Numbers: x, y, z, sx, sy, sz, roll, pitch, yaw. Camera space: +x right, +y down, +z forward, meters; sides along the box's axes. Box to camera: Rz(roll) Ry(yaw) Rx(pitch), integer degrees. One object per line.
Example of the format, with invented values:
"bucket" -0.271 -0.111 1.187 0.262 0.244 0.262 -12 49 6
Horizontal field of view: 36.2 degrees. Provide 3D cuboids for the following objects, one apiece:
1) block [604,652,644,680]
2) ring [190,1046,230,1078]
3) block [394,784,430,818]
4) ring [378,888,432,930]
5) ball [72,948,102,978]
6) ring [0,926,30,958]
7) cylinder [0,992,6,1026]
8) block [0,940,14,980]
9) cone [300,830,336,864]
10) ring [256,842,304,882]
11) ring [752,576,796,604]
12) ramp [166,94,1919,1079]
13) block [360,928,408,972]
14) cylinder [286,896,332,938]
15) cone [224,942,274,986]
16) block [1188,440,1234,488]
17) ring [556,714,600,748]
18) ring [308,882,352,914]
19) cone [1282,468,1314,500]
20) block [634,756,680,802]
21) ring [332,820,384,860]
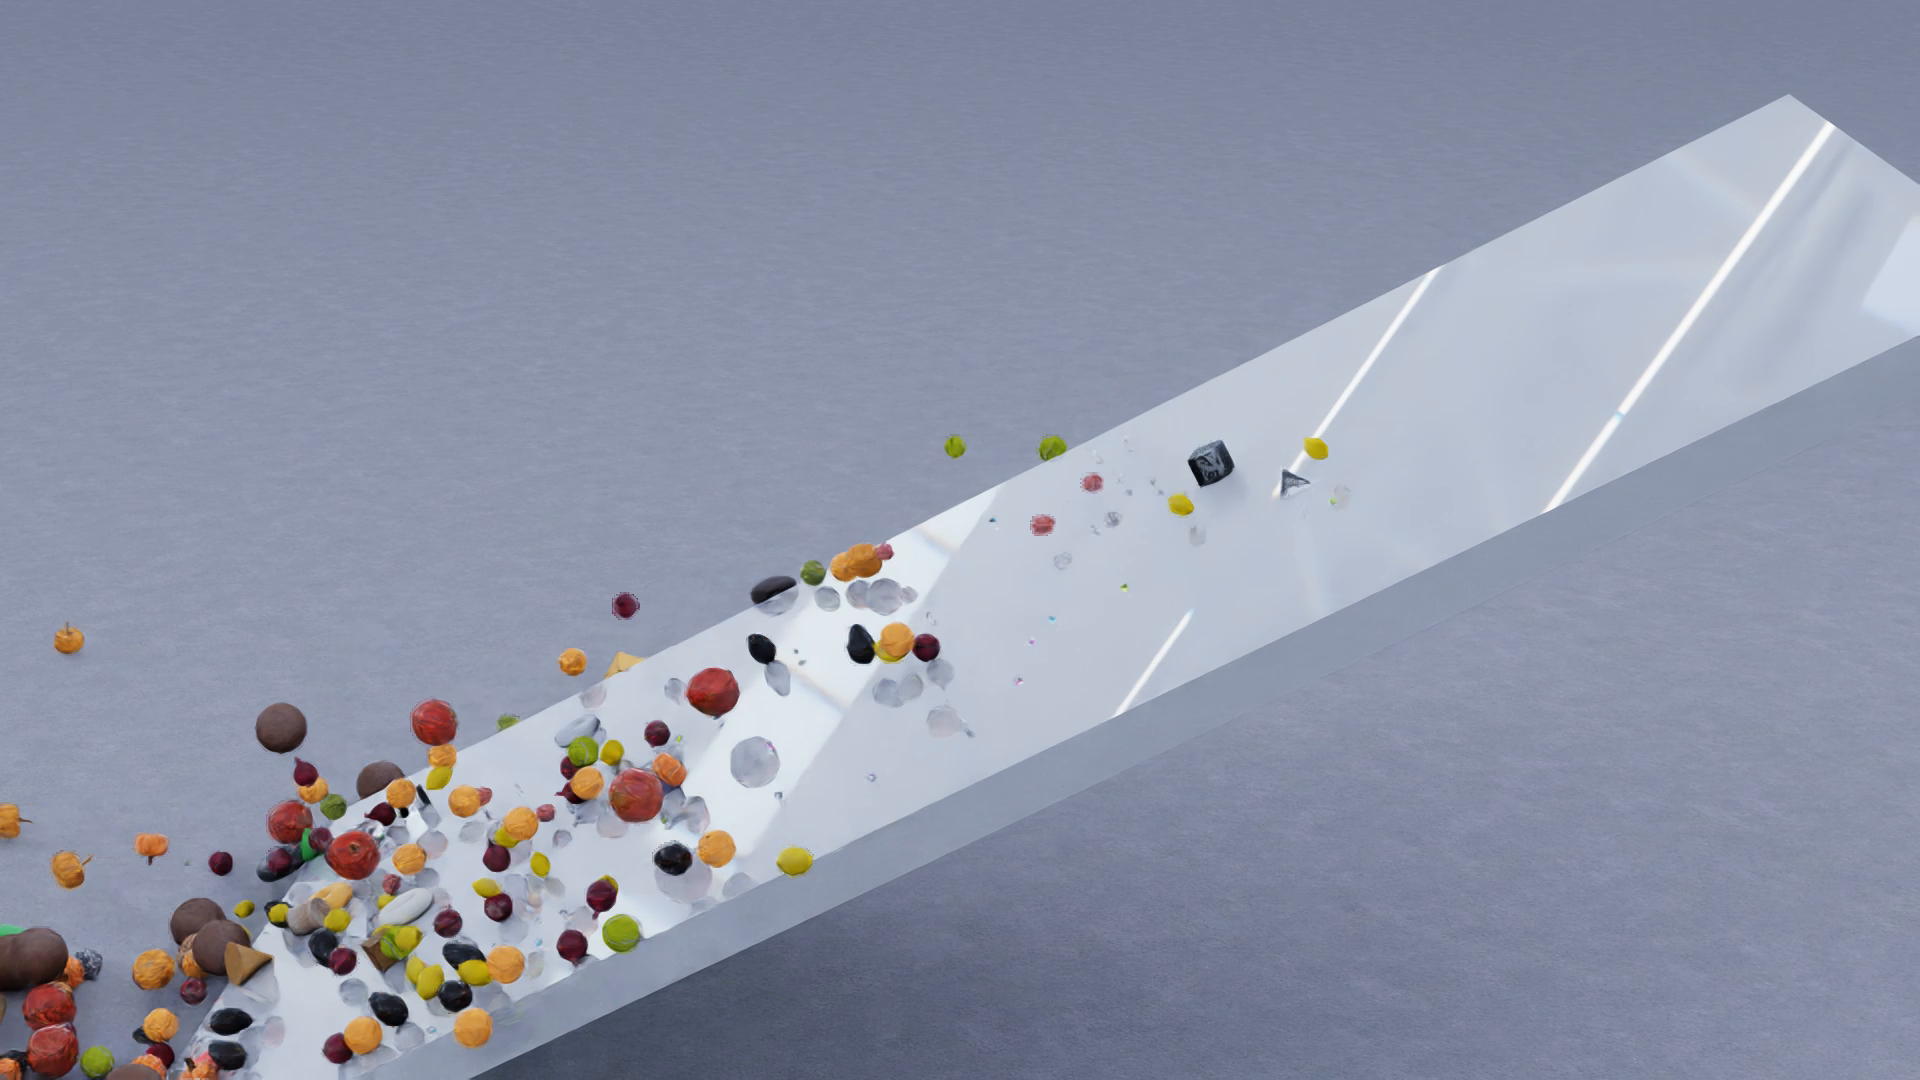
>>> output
"block" -0.849 0.352 7.514 0.085 0.085 0.085 19 26 -21
"ring" -1.549 1.079 6.076 0.093 0.031 0.093 -26 15 7
"block" -1.338 0.638 7.182 0.053 0.053 0.053 -19 17 34
"ring" -1.200 0.798 6.365 0.128 0.043 0.128 -28 13 7
"ball" -2.030 0.985 6.842 0.068 0.068 0.068 0 17 0
"ring" -2.276 0.956 6.975 0.140 0.047 0.140 1 18 0
"cylinder" -2.184 1.058 6.558 0.098 0.098 0.098 -3 18 -9
"block" -2.259 0.980 6.853 0.072 0.072 0.072 12 21 34
"cone" -1.573 0.753 7.267 0.085 0.085 0.085 -9 15 13
"ring" -1.679 0.798 7.299 0.143 0.048 0.143 -26 15 7
"ring" -0.466 0.129 7.378 0.122 0.041 0.122 -17 -23 -8
"ramp" 0.141 0.167 6.281 4.000 0.100 2.000 -26 14 11
"block" -1.199 0.853 6.128 0.061 0.061 0.061 -35 15 -25
"cylinder" -1.470 0.852 6.643 0.071 0.071 0.071 -25 8 22
"cone" -1.582 0.943 6.595 0.099 0.099 0.099 -6 17 -36
"block" 0.541 -0.165 6.332 0.066 0.066 0.066 -21 16 29
"ring" -0.915 0.456 7.033 0.116 0.039 0.116 -26 15 7
"ring" -1.452 0.830 6.749 0.126 0.042 0.126 -26 15 8
"cone" 0.684 -0.114 5.947 0.067 0.067 0.067 0 17 6
"block" -0.646 0.509 6.260 0.065 0.065 0.065 -32 14 -12
"ring" -1.455 0.726 7.116 0.137 0.046 0.137 -26 15 8
